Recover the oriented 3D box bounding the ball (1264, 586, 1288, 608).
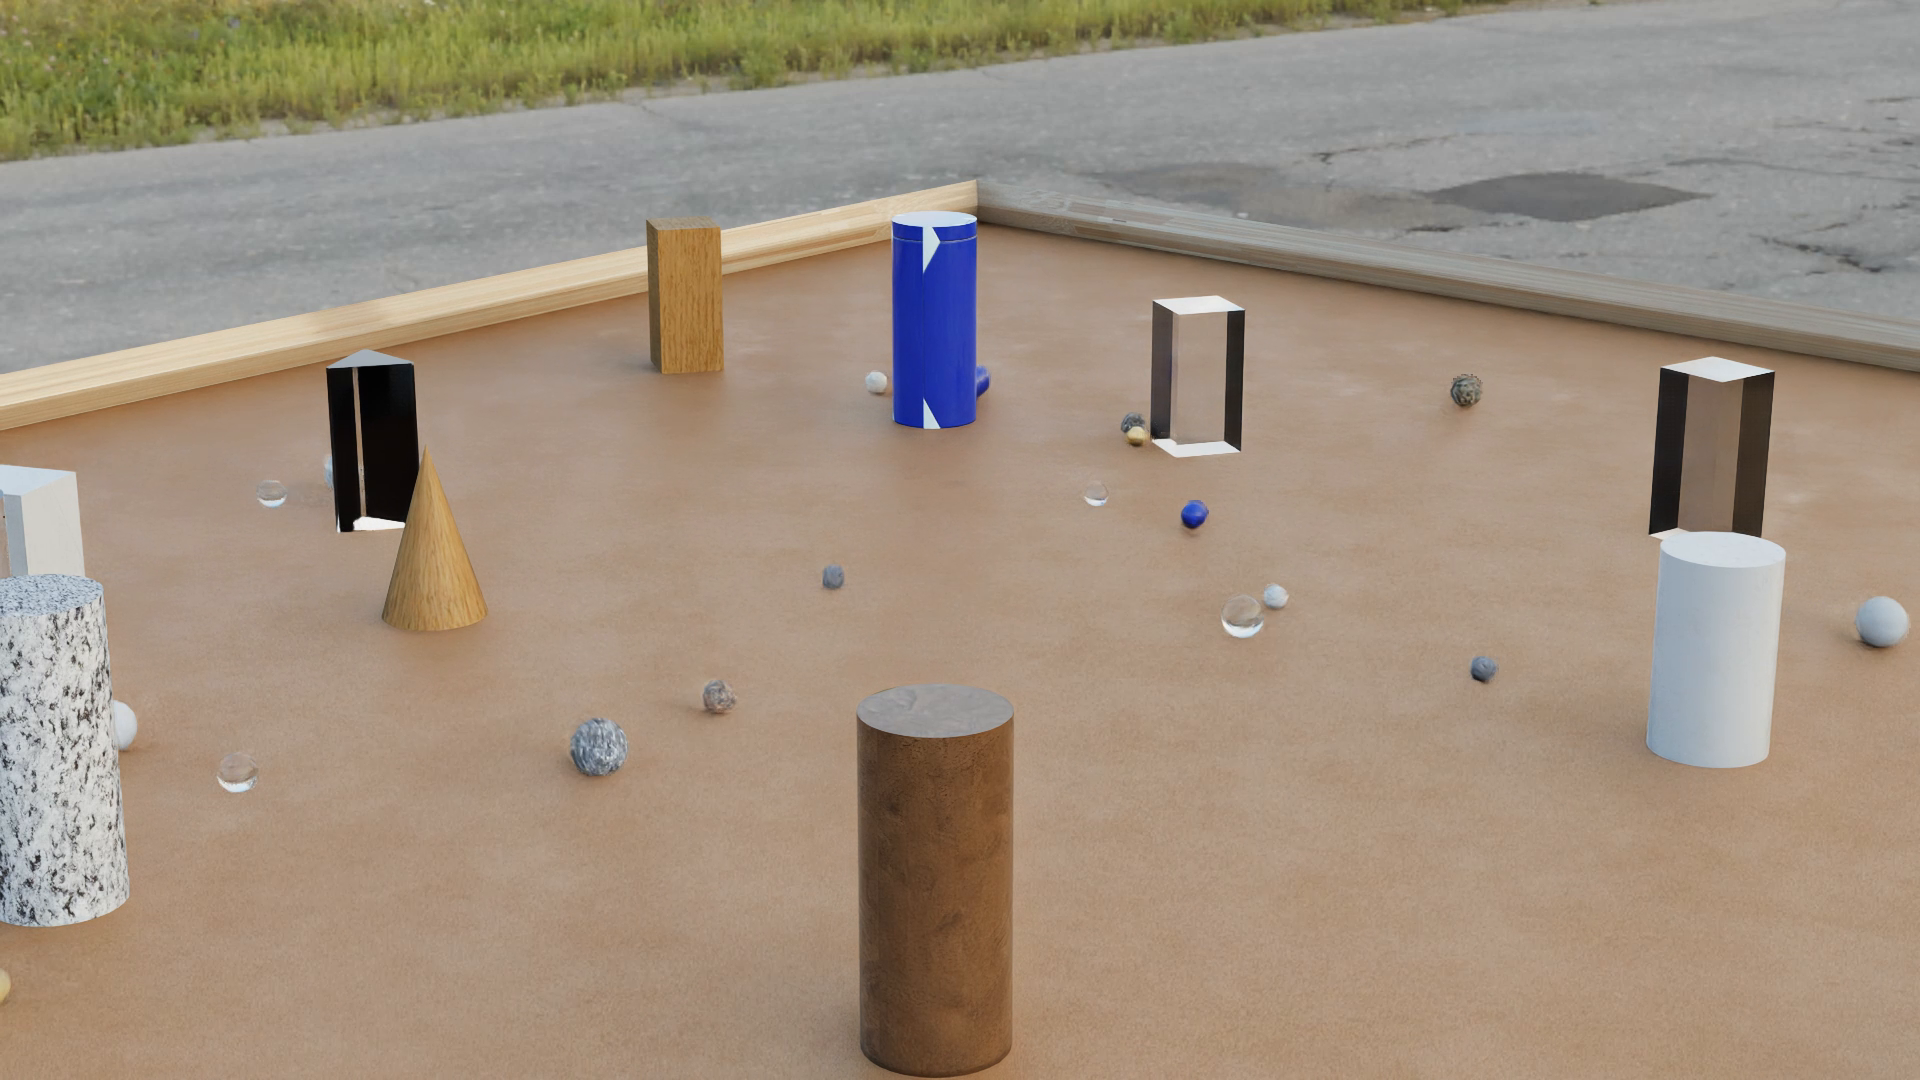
[{"bbox_3d":[0.542,0.098,5.030,0.041,0.041,0.041,0,17,0],"label":"ball"}]

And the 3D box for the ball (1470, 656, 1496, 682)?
[{"bbox_3d":[0.834,0.205,4.674,0.041,0.041,0.041,0,17,0],"label":"ball"}]

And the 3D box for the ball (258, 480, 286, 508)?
[{"bbox_3d":[-1.320,-0.089,5.623,0.053,0.053,0.053,0,17,0],"label":"ball"}]

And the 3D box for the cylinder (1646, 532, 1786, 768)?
[{"bbox_3d":[1.122,0.162,4.355,0.180,0.310,0.180,0,17,0],"label":"cylinder"}]

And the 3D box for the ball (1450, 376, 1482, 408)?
[{"bbox_3d":[1.100,-0.321,6.368,0.066,0.066,0.066,0,17,0],"label":"ball"}]

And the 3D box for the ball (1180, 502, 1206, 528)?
[{"bbox_3d":[0.438,-0.047,5.495,0.047,0.047,0.047,0,17,0],"label":"ball"}]

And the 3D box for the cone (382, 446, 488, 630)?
[{"bbox_3d":[-0.896,-0.018,4.963,0.180,0.302,0.180,0,17,0],"label":"cone"}]

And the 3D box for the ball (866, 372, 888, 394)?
[{"bbox_3d":[-0.184,-0.348,6.490,0.048,0.048,0.048,0,17,0],"label":"ball"}]

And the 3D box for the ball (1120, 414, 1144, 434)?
[{"bbox_3d":[0.361,-0.239,6.125,0.050,0.050,0.050,0,17,0],"label":"ball"}]

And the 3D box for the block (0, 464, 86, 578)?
[{"bbox_3d":[-1.498,0.060,4.668,0.144,0.324,0.144,6,18,18],"label":"block"}]

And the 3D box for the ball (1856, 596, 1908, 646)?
[{"bbox_3d":[1.520,0.135,4.835,0.083,0.083,0.083,0,17,0],"label":"ball"}]

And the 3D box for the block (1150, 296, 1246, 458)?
[{"bbox_3d":[0.486,-0.337,6.020,0.144,0.298,0.144,-5,18,-17],"label":"block"}]

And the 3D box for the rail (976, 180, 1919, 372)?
[{"bbox_3d":[1.727,-0.548,7.026,4.495,0.117,0.045,14,22,39],"label":"rail"}]

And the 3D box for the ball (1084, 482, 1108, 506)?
[{"bbox_3d":[0.262,-0.087,5.632,0.045,0.045,0.045,0,17,0],"label":"ball"}]

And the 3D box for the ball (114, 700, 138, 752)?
[{"bbox_3d":[-1.267,0.278,4.371,0.078,0.078,0.078,0,17,0],"label":"ball"}]

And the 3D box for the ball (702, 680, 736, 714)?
[{"bbox_3d":[-0.373,0.242,4.535,0.052,0.052,0.052,0,17,0],"label":"ball"}]

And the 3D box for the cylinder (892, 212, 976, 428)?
[{"bbox_3d":[-0.054,-0.468,6.222,0.180,0.432,0.180,0,17,0],"label":"cylinder"}]

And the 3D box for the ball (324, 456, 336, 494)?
[{"bbox_3d":[-1.189,-0.129,5.693,0.090,0.090,0.090,0,17,0],"label":"ball"}]

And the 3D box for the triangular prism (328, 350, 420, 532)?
[{"bbox_3d":[-1.104,-0.190,5.508,0.156,0.314,0.135,-5,17,-15],"label":"triangular prism"}]

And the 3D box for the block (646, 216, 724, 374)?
[{"bbox_3d":[-0.628,-0.561,6.704,0.144,0.331,0.144,-5,18,-15],"label":"block"}]

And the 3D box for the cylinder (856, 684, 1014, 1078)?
[{"bbox_3d":[-0.028,0.394,3.403,0.180,0.418,0.180,0,17,0],"label":"cylinder"}]

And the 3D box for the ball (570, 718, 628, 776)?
[{"bbox_3d":[-0.527,0.302,4.283,0.084,0.084,0.084,0,17,0],"label":"ball"}]

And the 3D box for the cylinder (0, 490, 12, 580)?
[{"bbox_3d":[-1.520,0.112,4.426,0.180,0.363,0.180,0,17,0],"label":"cylinder"}]

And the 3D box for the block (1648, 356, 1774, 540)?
[{"bbox_3d":[1.381,-0.158,5.390,0.144,0.321,0.144,-12,20,-34],"label":"block"}]

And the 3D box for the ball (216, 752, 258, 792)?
[{"bbox_3d":[-1.040,0.335,4.219,0.057,0.057,0.057,0,17,0],"label":"ball"}]

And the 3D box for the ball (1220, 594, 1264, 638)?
[{"bbox_3d":[0.470,0.127,4.880,0.072,0.072,0.072,0,17,0],"label":"ball"}]

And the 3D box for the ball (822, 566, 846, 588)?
[{"bbox_3d":[-0.221,0.065,5.137,0.042,0.042,0.042,0,17,0],"label":"ball"}]

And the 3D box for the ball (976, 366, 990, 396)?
[{"bbox_3d":[0.029,-0.350,6.454,0.071,0.071,0.071,0,17,0],"label":"ball"}]

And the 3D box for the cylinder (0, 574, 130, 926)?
[{"bbox_3d":[-1.186,0.271,3.803,0.180,0.420,0.180,0,17,0],"label":"cylinder"}]

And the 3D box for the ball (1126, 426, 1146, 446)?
[{"bbox_3d":[0.365,-0.214,6.057,0.041,0.041,0.041,0,17,0],"label":"ball"}]

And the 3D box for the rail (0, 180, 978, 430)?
[{"bbox_3d":[-1.679,-0.394,6.517,0.045,0.117,5.317,14,22,39],"label":"rail"}]

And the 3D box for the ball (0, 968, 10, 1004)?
[{"bbox_3d":[-1.177,0.540,3.547,0.054,0.054,0.054,0,17,0],"label":"ball"}]
